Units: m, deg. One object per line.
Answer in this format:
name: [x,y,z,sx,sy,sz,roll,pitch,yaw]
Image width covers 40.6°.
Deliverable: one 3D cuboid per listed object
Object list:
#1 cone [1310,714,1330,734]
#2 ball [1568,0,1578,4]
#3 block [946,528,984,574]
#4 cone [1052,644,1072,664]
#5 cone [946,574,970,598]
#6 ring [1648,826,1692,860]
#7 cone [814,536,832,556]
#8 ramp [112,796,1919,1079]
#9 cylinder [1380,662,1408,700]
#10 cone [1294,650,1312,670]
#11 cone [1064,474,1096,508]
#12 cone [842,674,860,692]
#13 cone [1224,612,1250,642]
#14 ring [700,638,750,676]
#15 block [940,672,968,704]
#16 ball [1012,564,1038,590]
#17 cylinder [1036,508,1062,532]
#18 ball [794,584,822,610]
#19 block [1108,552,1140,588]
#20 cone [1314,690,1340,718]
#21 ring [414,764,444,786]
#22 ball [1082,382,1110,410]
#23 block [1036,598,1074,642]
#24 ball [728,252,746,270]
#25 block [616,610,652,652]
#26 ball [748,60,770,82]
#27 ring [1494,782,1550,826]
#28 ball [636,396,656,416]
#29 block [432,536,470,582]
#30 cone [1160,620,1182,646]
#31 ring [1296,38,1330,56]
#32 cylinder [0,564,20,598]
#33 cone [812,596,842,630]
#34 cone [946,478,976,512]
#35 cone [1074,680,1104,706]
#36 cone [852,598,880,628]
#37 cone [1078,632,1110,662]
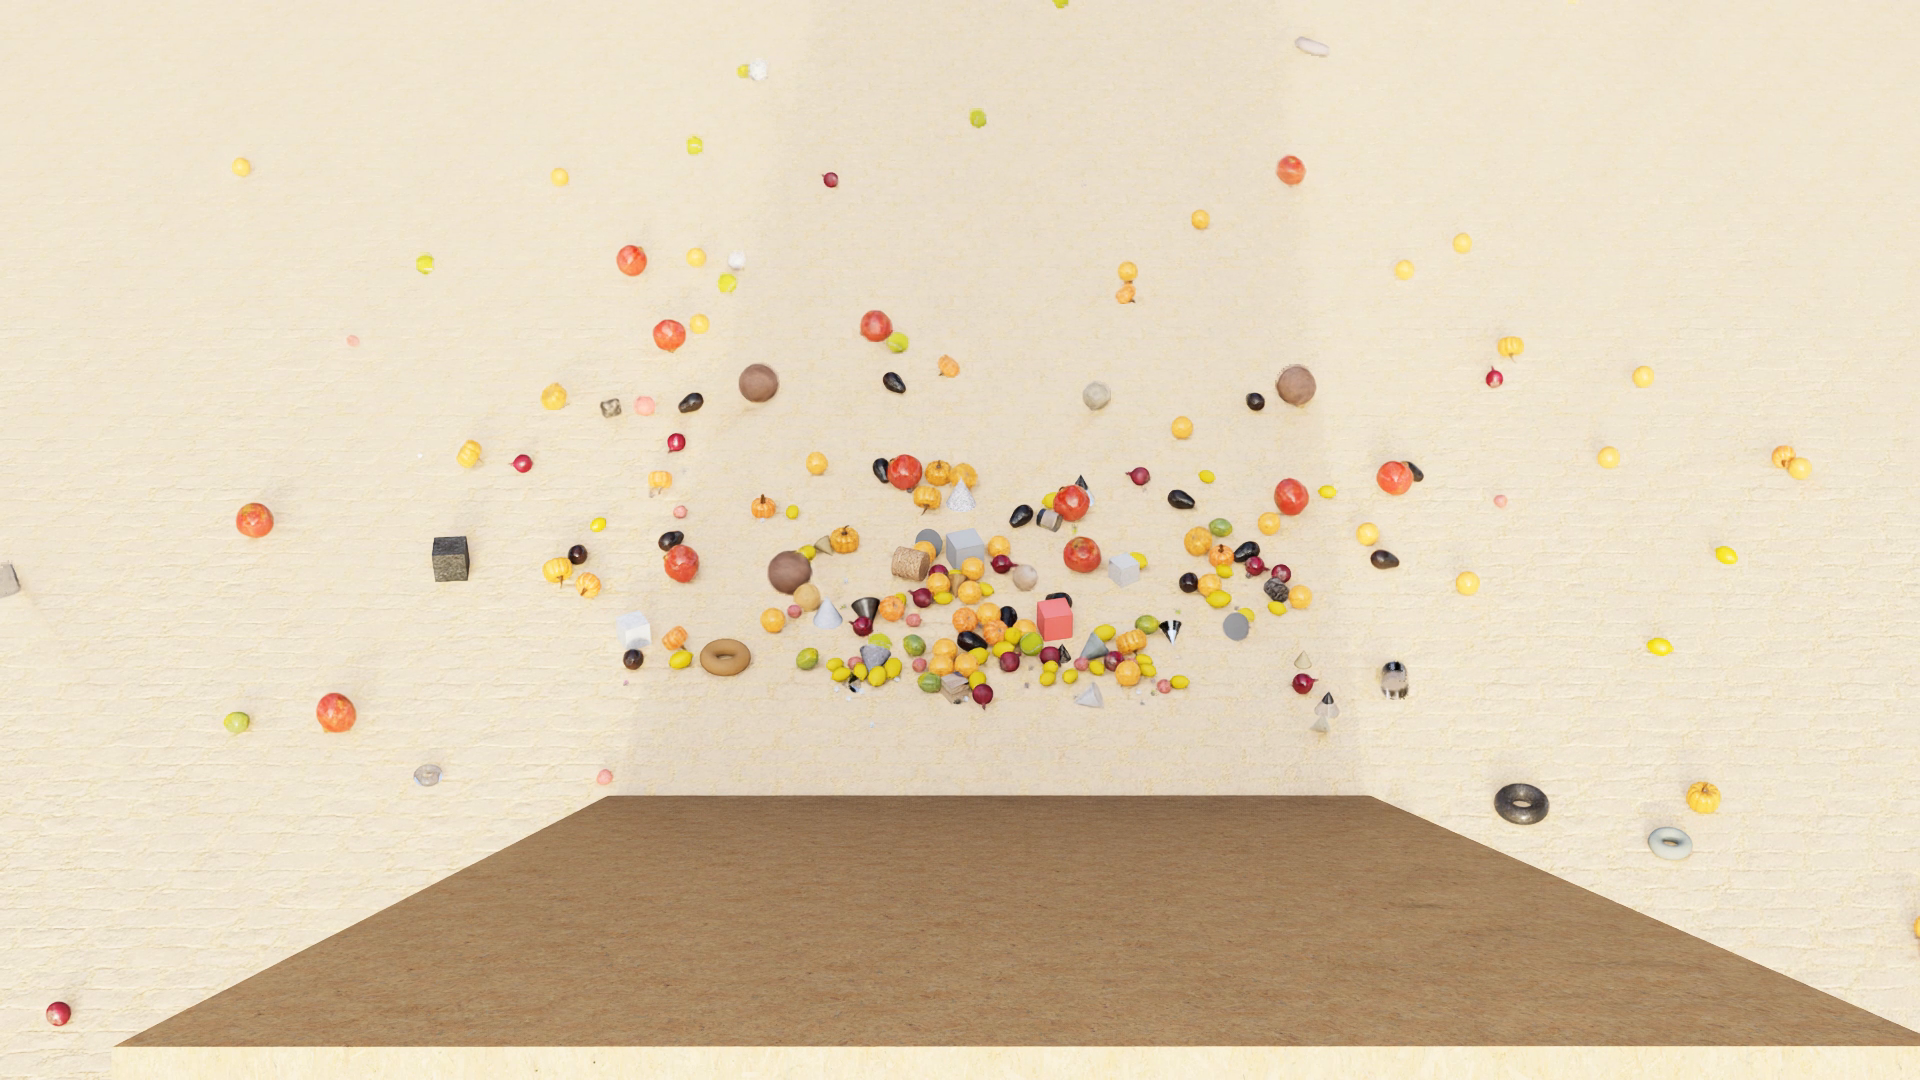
cone: [0.985,0.516,7.166,0.053,0.053,0.053,-21,31,17]
ball: [2.662,-2.350,11.277,0.051,0.051,0.051,0,35,0]
block: [0.016,0.033,7.806,0.090,0.090,0.090,-12,37,-17]
cone: [0.292,0.316,7.429,0.053,0.053,0.053,0,35,0]
cone: [-0.010,0.146,7.695,0.069,0.069,0.069,3,61,4]
ring: [1.849,0.790,6.760,0.114,0.038,0.114,0,33,0]
cone: [-0.403,0.027,7.869,0.060,0.060,0.060,-24,74,-30]
ramp: [0.077,0.661,4.823,2.000,0.100,4.000,0,-2,0]
cylinder: [1.221,0.395,7.294,0.077,0.077,0.077,4,35,5]
cone: [0.980,0.333,7.406,0.052,0.052,0.052,0,35,0]
cone: [0.375,-0.165,8.086,0.096,0.096,0.096,0,35,0]
cone: [-0.315,0.408,7.324,0.050,0.050,0.050,-12,23,39]
cone: [0.820,0.249,7.540,0.083,0.083,0.083,21,14,28]
ring: [-0.670,0.334,7.407,0.146,0.049,0.146,1,35,-1]
block: [-0.014,0.414,7.284,0.057,0.057,0.057,-19,39,-25]
ball: [0.192,0.111,7.705,0.078,0.078,0.078,0,35,0]
cylinder: [0.274,-0.061,7.967,0.060,0.060,0.060,21,40,27]
ball: [-0.448,0.167,7.620,0.081,0.081,0.081,0,35,0]
block: [0.489,0.090,7.745,0.066,0.066,0.066,-19,39,-25]
cone: [1.024,0.447,7.224,0.071,0.071,0.071,0,35,0]
ring: [-1.432,0.634,6.995,0.080,0.027,0.080,0,36,0]
ball: [0.447,-0.471,8.533,0.090,0.090,0.090,0,35,0]
block: [0.274,0.231,7.525,0.085,0.085,0.085,-8,36,-11]
ball: [-0.800,-1.001,9.321,0.063,0.063,0.063,0,35,0]
block: [-0.942,0.262,7.488,0.075,0.075,0.075,-18,38,-24]
ball: [-0.823,-1.917,10.617,0.088,0.088,0.088,0,35,0]
ring: [1.488,0.699,6.881,0.147,0.049,0.147,-1,35,1]
ball: [-1.030,-0.440,8.508,0.067,0.067,0.067,0,35,0]
block: [-1.522,0.057,7.765,0.097,0.097,0.097,-3,35,-4]
cone: [0.612,0.276,7.508,0.067,0.067,0.067,-2,61,-3]
ring: [1.467,-2.057,10.822,0.150,0.050,0.150,17,13,-4]
cylinder: [-2.836,0.125,7.670,0.092,0.092,0.092,-20,39,-26]
cone: [-0.386,0.198,7.568,0.089,0.089,0.089,0,35,0]
cone: [0.003,-0.153,8.069,0.096,0.096,0.096,0,35,0]
cone: [0.350,0.443,7.262,0.078,0.078,0.078,-21,31,17]
cone: [-0.269,0.225,7.574,0.086,0.086,0.086,-7,62,-9]
cone: [0.370,0.322,7.433,0.088,0.088,0.088,-38,43,-4]
